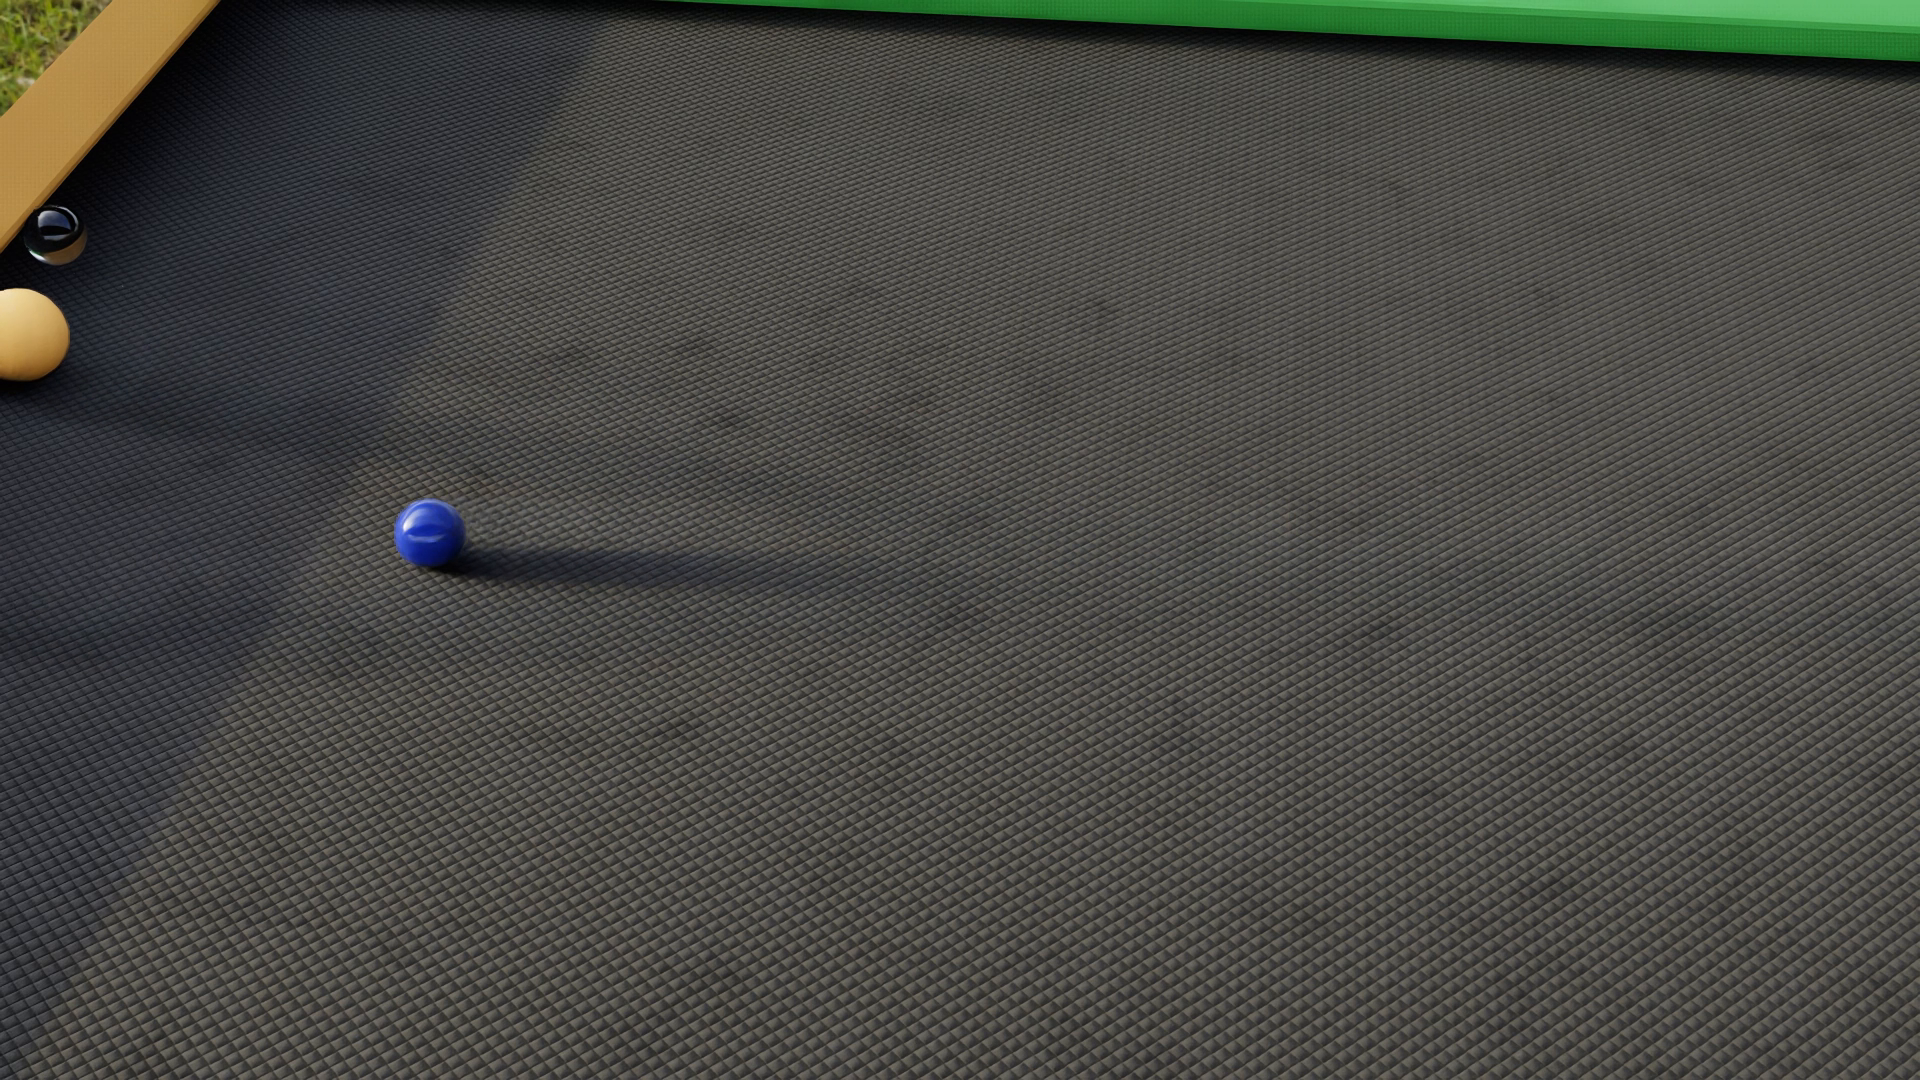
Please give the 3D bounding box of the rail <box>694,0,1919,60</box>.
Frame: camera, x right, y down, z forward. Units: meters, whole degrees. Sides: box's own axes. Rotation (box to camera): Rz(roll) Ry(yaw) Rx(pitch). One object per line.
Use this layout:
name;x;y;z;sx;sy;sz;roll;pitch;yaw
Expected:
rail;0.987;-0.501;2.488;3.529;0.102;0.045;4;35;5

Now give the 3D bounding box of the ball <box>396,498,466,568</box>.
ball;-0.378;-0.005;1.833;0.049;0.049;0.049;0;35;0

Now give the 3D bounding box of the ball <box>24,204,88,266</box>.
ball;-0.774;-0.261;2.193;0.052;0.052;0.052;0;35;0

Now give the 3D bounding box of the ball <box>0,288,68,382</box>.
ball;-0.746;-0.162;2.035;0.074;0.074;0.074;0;35;0

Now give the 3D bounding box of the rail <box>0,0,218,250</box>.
rail;-0.853;-0.076;1.888;0.045;0.102;1.938;4;35;5
